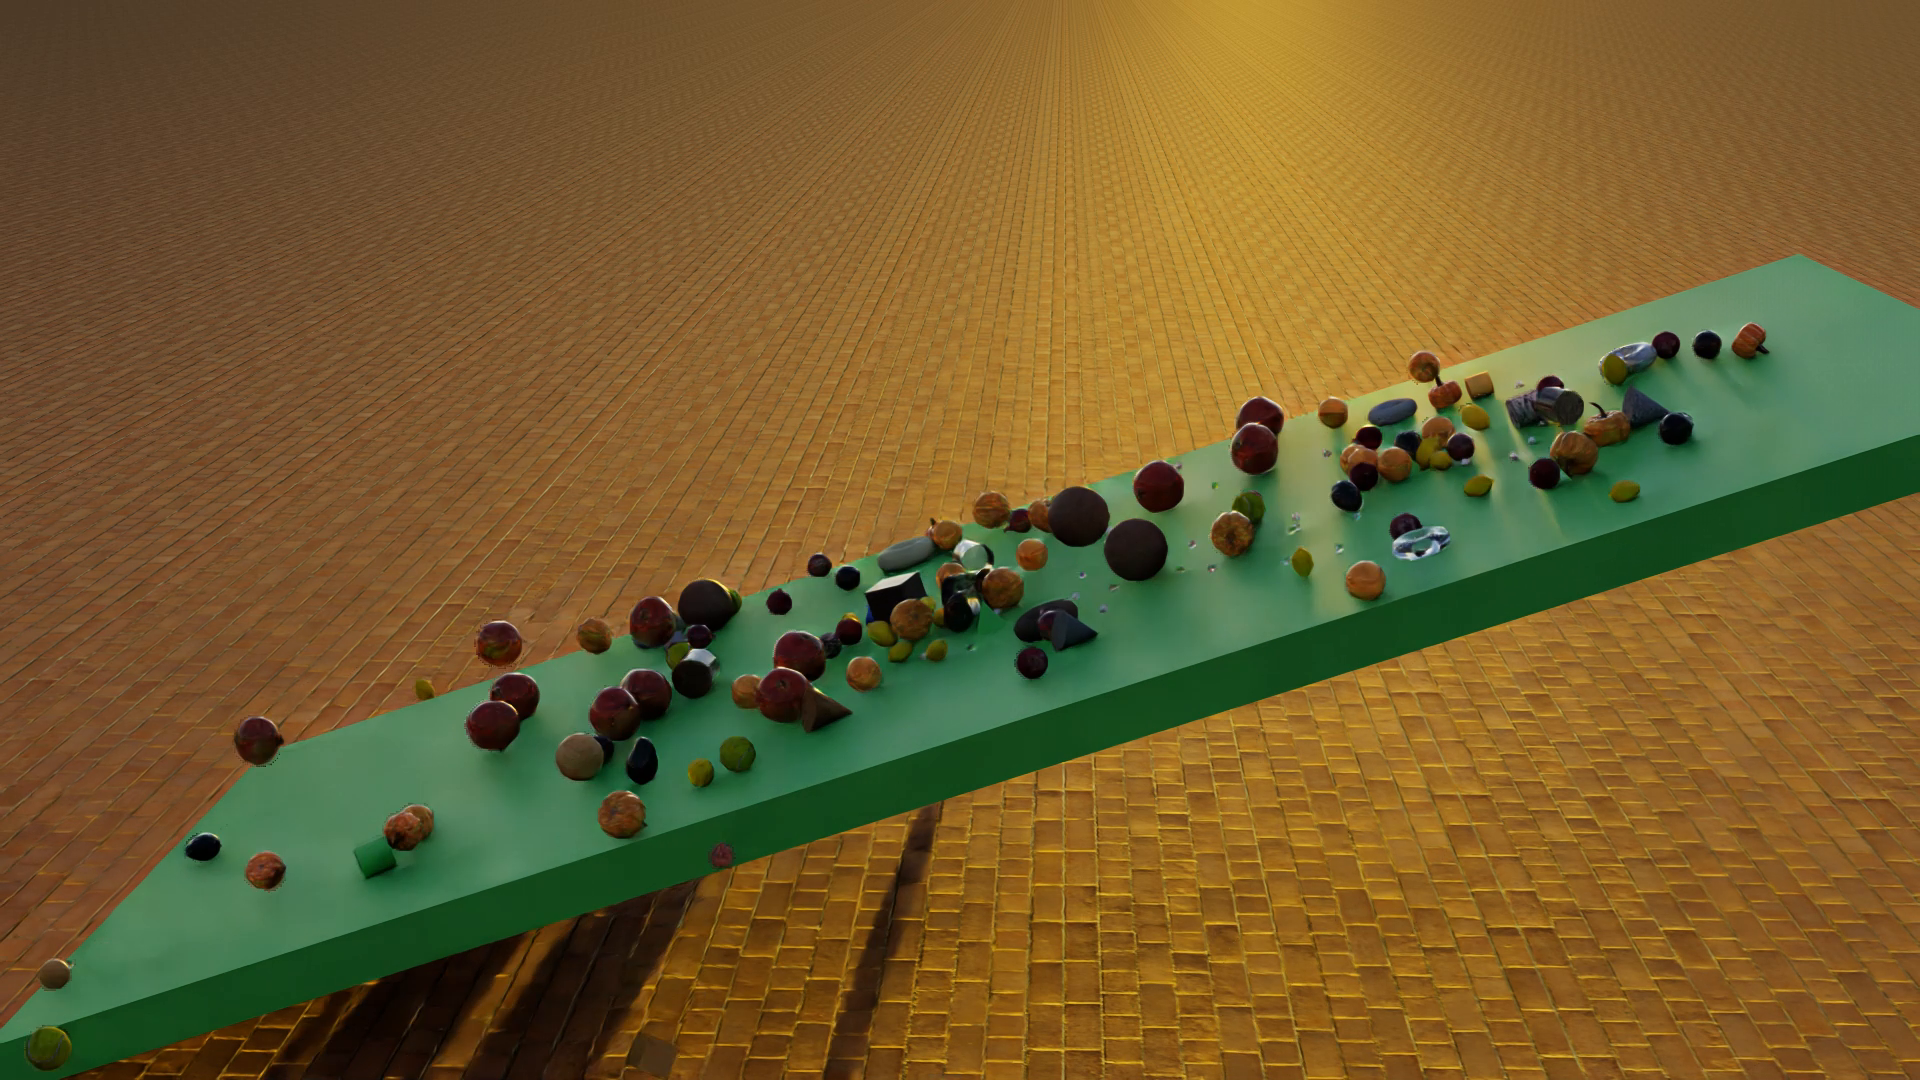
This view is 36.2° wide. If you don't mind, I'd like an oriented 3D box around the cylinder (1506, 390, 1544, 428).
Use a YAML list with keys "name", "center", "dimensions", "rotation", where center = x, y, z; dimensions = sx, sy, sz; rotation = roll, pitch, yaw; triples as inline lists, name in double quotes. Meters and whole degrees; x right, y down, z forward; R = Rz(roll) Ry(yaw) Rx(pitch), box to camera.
- name: "cylinder"
  center: [1.205, -0.278, 6.252]
  dimensions: [0.065, 0.065, 0.065]
  rotation: [-20, 14, -4]

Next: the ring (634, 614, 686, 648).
- name: "ring"
  center: [-0.730, 0.222, 7.151]
  dimensions: [0.139, 0.046, 0.139]
  rotation: [-20, 11, 4]

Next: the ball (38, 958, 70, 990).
- name: "ball"
  center: [-1.778, 0.853, 5.775]
  dimensions: [0.060, 0.060, 0.060]
  rotation: [0, 12, 0]

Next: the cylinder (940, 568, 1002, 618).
- name: "cylinder"
  center: [0.023, 0.113, 6.269]
  dimensions: [0.091, 0.091, 0.091]
  rotation: [-11, 3, 37]

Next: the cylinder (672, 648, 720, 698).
- name: "cylinder"
  center: [-0.577, 0.291, 6.425]
  dimensions: [0.088, 0.088, 0.088]
  rotation: [1, 14, 7]

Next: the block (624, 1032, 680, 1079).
- name: "block"
  center: [-0.558, 0.934, 5.328]
  dimensions: [0.062, 0.062, 0.062]
  rotation: [30, -16, -26]

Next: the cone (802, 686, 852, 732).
- name: "cone"
  center: [-0.253, 0.335, 5.772]
  dimensions: [0.092, 0.092, 0.092]
  rotation: [5, 10, -20]

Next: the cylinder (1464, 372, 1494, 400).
- name: "cylinder"
  center: [1.182, -0.352, 6.695]
  dimensions: [0.052, 0.052, 0.052]
  rotation: [-19, 12, 2]

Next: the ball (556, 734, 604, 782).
- name: "ball"
  center: [-0.774, 0.442, 5.990]
  dimensions: [0.098, 0.098, 0.098]
  rotation: [0, 12, 0]

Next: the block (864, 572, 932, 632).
- name: "block"
  center: [-0.135, 0.135, 6.430]
  dimensions: [0.093, 0.093, 0.093]
  rotation: [-13, 12, 28]

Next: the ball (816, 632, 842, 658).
- name: "ball"
  center: [-0.282, 0.228, 6.321]
  dimensions: [0.056, 0.056, 0.056]
  rotation: [0, 12, 0]

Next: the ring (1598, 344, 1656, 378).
- name: "ring"
  center: [1.461, -0.392, 6.438]
  dimensions: [0.131, 0.044, 0.131]
  rotation: [-21, 13, 5]

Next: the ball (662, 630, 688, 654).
- name: "ball"
  center: [-0.671, 0.241, 6.918]
  dimensions: [0.059, 0.059, 0.059]
  rotation: [0, 12, 0]

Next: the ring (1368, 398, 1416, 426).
- name: "ring"
  center: [0.997, -0.296, 6.776]
  dimensions: [0.116, 0.039, 0.116]
  rotation: [-18, 12, 4]

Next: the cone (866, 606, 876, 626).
- name: "cone"
  center: [-0.175, 0.171, 6.506]
  dimensions: [0.054, 0.054, 0.054]
  rotation: [10, 14, 9]

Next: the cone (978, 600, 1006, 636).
- name: "cone"
  center: [0.056, 0.154, 6.080]
  dimensions: [0.066, 0.066, 0.066]
  rotation: [-18, 11, 4]

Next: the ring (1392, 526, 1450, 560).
- name: "ring"
  center: [0.863, 0.006, 5.505]
  dimensions: [0.112, 0.037, 0.112]
  rotation: [-18, 12, 4]

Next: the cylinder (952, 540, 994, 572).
- name: "cylinder"
  center: [0.030, 0.042, 6.639]
  dimensions: [0.076, 0.076, 0.076]
  rotation: [-4, 8, -18]

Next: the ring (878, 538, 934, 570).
- name: "ring"
  center: [-0.129, 0.033, 7.047]
  dimensions: [0.146, 0.049, 0.146]
  rotation: [-19, 9, 3]

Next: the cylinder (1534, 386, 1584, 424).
- name: "cylinder"
  center: [1.252, -0.282, 6.148]
  dimensions: [0.073, 0.073, 0.073]
  rotation: [-5, 12, -21]

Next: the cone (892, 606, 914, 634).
- name: "cone"
  center: [-0.132, 0.169, 6.356]
  dimensions: [0.055, 0.055, 0.055]
  rotation: [-18, 11, 4]

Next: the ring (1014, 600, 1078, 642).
- name: "ring"
  center: [0.172, 0.162, 5.894]
  dimensions: [0.135, 0.045, 0.135]
  rotation: [-21, 13, 5]

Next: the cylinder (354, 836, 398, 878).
- name: "cylinder"
  center: [-1.155, 0.626, 5.808]
  dimensions: [0.066, 0.066, 0.066]
  rotation: [-22, 18, -14]

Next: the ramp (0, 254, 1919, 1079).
- name: "ramp"
  center: [0.106, 0.180, 6.305]
  dimensions: [4.000, 0.100, 2.000]
  rotation: [-18, 11, 6]
